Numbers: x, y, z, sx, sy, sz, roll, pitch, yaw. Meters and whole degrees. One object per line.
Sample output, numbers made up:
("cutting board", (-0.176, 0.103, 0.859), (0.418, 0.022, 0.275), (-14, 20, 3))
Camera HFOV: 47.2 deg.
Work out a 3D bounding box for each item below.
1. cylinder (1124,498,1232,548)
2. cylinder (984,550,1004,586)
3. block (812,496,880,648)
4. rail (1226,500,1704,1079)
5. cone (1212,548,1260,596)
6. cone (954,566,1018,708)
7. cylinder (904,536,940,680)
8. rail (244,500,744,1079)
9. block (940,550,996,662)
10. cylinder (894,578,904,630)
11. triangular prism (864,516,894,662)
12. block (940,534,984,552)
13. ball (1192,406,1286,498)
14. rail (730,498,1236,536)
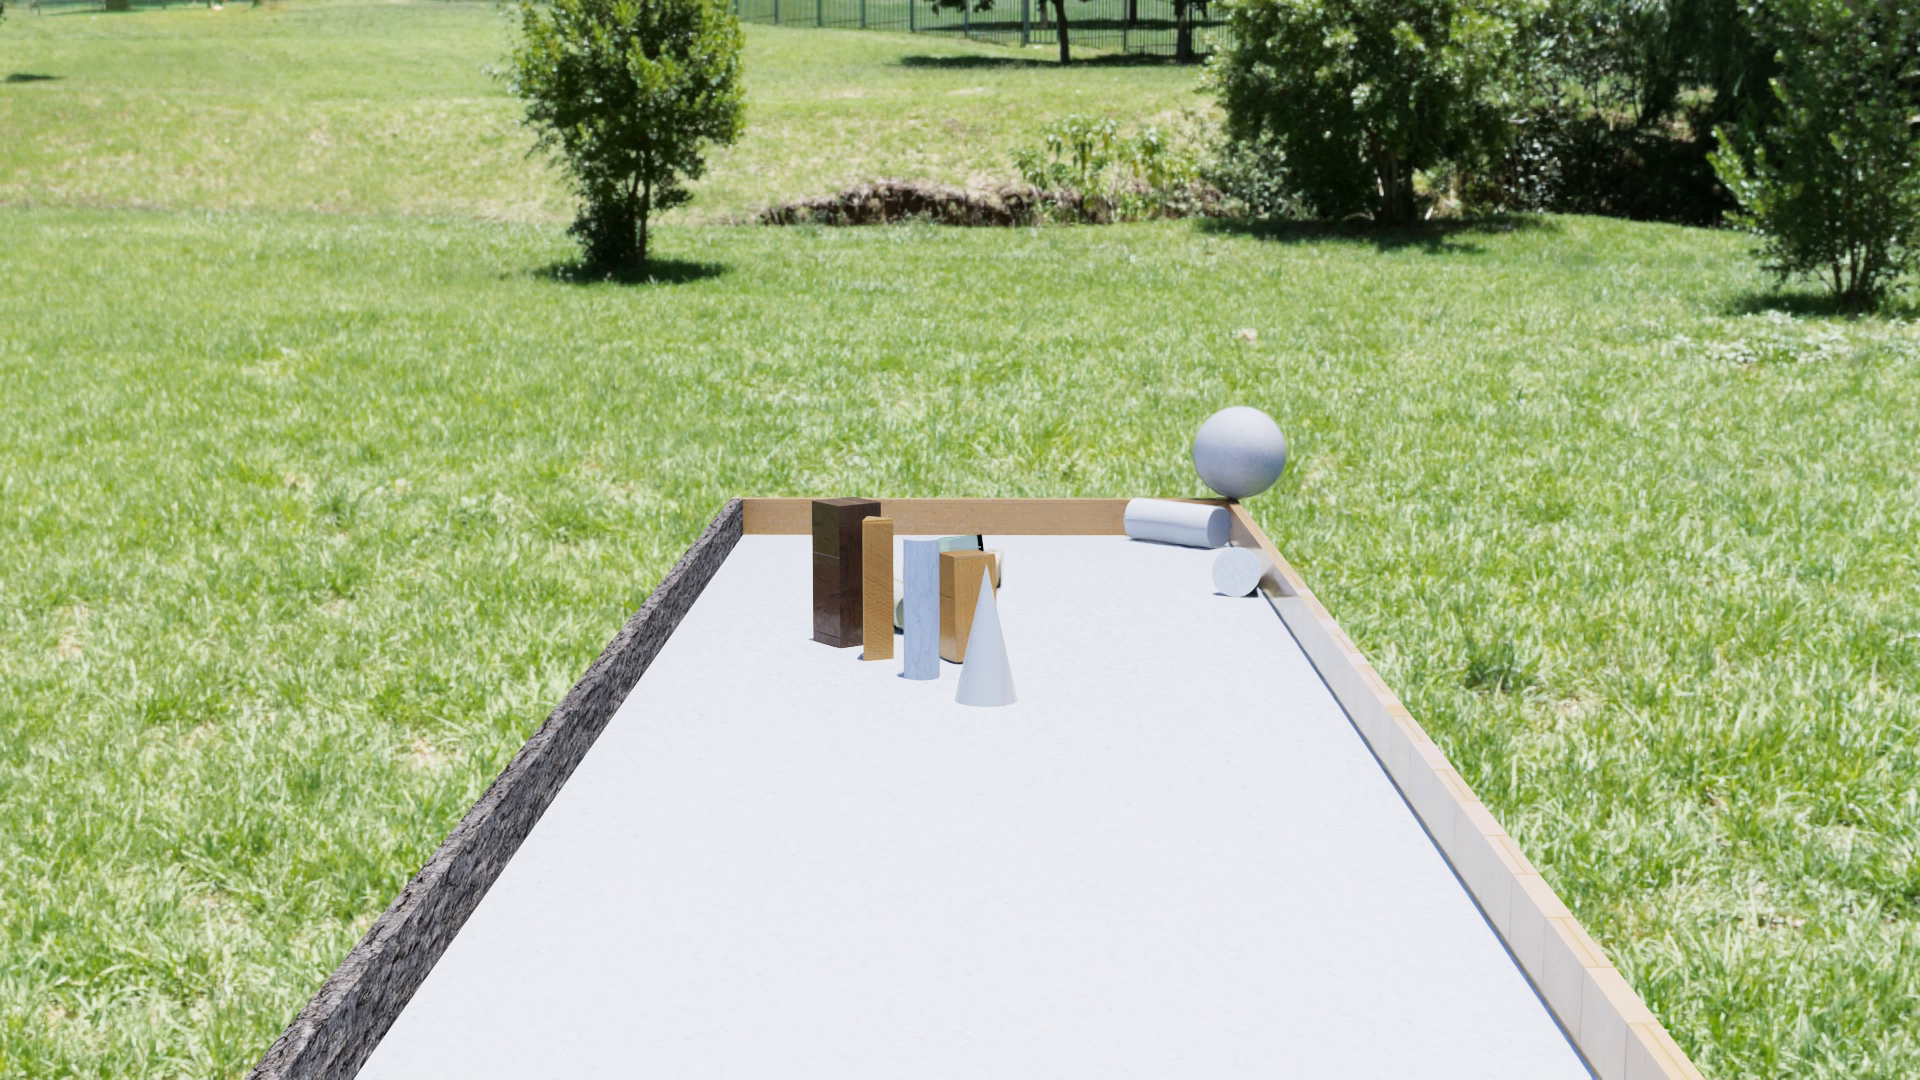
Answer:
("cylinder", (0.879, -0.070, 8.910), (0.410, 0.170, 0.170), (8, 12, 40))
("cylinder", (-0.013, 0.098, 7.990), (0.338, 0.126, 0.126), (1, 9, 6))
("block", (-0.357, 0.101, 6.940), (0.156, 0.449, 0.156), (-7, 11, -36))
("rail", (1.046, 0.843, 3.208), (0.050, 0.150, 12.000), (0, 9, 1))
("cone", (1.028, 0.134, 7.892), (0.177, 0.177, 0.311), (4, -6, 21))
("cone", (0.074, 0.257, 6.147), (0.179, 0.389, 0.179), (0, 9, 0))
("cylinder", (-0.112, 0.198, 6.438), (0.107, 0.414, 0.107), (0, 9, 0))
("rail", (-1.004, 0.839, 3.234), (0.050, 0.150, 12.000), (0, 9, 1))
("block", (0.020, 0.200, 6.702), (0.138, 0.321, 0.138), (-4, 7, -23))
("cylinder", (-0.200, 0.209, 7.237), (0.142, 0.142, 0.328), (-4, 10, -21))
("triangular prism", (-0.264, 0.146, 6.707), (0.098, 0.432, 0.085), (-4, 10, -23))
("block", (-0.026, 0.157, 6.905), (0.165, 0.325, 0.165), (-5, 4, 41))
("ball", (1.157, -0.362, 9.113), (0.384, 0.384, 0.384), (0, 9, 0))
("rail", (0.099, -0.098, 9.147), (2.100, 0.150, 0.050), (0, 9, 1))
